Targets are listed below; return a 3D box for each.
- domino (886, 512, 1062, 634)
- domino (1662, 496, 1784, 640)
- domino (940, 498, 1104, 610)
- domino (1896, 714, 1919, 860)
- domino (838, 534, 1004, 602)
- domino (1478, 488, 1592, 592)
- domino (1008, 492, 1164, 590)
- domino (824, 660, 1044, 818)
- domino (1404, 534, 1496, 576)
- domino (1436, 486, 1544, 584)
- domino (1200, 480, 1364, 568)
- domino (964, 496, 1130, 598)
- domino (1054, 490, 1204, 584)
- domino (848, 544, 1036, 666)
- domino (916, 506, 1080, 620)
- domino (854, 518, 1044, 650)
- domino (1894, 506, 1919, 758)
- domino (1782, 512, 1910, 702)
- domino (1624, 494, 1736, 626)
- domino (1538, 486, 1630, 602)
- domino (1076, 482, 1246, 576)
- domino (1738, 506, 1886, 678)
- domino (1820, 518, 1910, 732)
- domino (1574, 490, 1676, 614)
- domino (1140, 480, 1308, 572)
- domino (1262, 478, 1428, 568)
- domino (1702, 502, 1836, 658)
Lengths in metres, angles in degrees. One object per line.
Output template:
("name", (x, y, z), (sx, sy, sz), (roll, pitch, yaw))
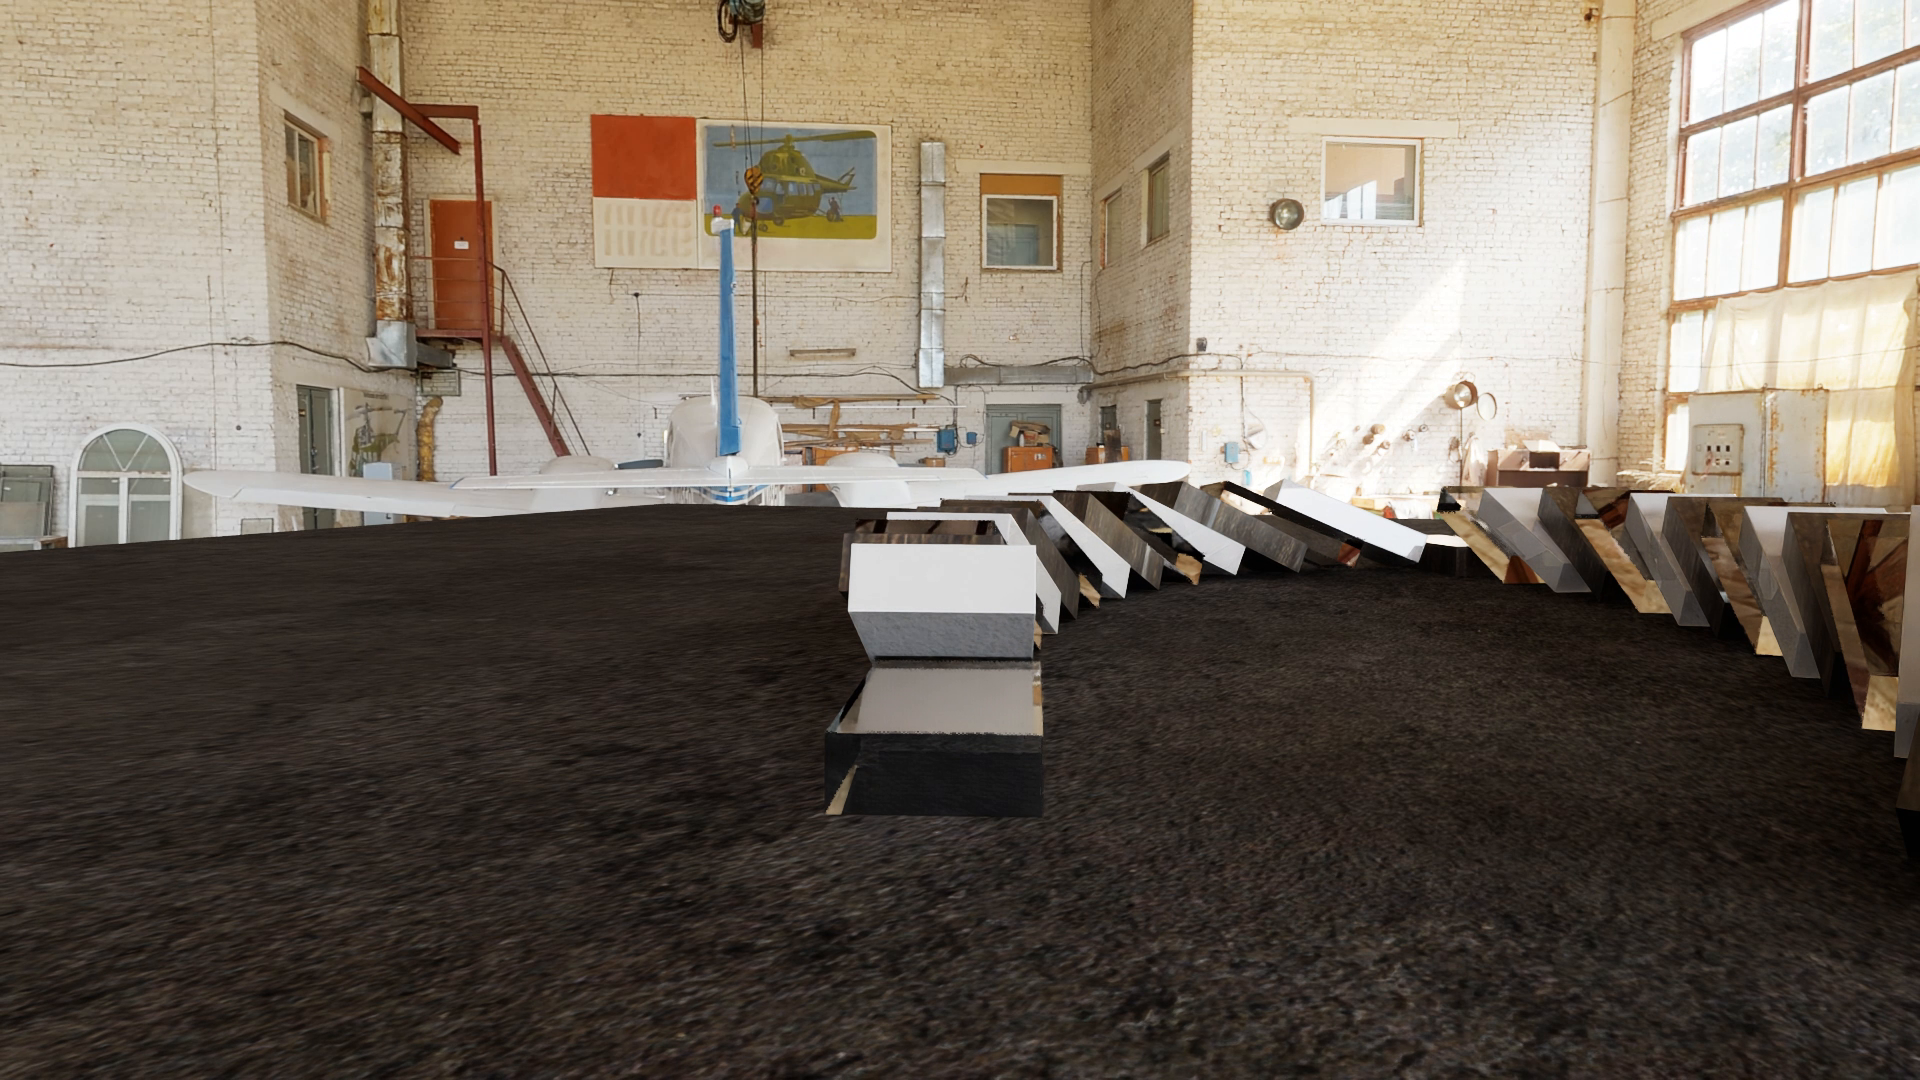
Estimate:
("domino", (0.004, 0.008, 0.270), (0.025, 0.010, 0.050), (1, -20, 17))
("domino", (0.182, 0.006, 0.295), (0.025, 0.009, 0.050), (1, 29, 14))
("domino", (0.016, 0.004, 0.316), (0.025, 0.010, 0.050), (2, -20, 25))
("domino", (0.116, 0.011, 0.131), (0.025, 0.050, 0.009), (5, -38, 47))
("domino", (-0.002, 0.012, 0.222), (0.025, 0.009, 0.050), (1, -19, 10))
("domino", (0.181, -0.001, 0.389), (0.025, 0.009, 0.050), (0, 28, -6))
("domino", (0.035, 0.001, 0.358), (0.025, 0.010, 0.050), (2, -20, 34))
("domino", (-0.002, 0.025, 0.171), (0.025, 0.009, 0.050), (0, 4, 3))
("domino", (0.167, 0.005, 0.440), (0.025, 0.010, 0.050), (-1, 4, -11))
("domino", (0.177, -0.003, 0.413), (0.025, 0.010, 0.050), (0, 27, -5))
("domino", (0.104, -0.005, 0.423), (0.050, 0.010, 0.025), (23, -5, -8))
("domino", (0.023, 0.002, 0.339), (0.025, 0.010, 0.050), (2, -20, 32))
("domino", (0.049, 0.000, 0.378), (0.025, 0.010, 0.050), (3, -19, 37))
("domino", (-0.001, 0.013, 0.196), (0.025, 0.010, 0.050), (0, -19, 3))
("domino", (0.009, 0.006, 0.293), (0.025, 0.010, 0.050), (1, -20, 19))
("domino", (-0.001, 0.009, 0.246), (0.025, 0.009, 0.050), (1, -20, 15))
("domino", (0.149, 0.013, 0.182), (0.025, 0.010, 0.050), (3, 35, 37))
("domino", (0.164, 0.011, 0.226), (0.025, 0.009, 0.050), (2, 29, 23))
("domino", (0.185, 0.004, 0.317), (0.025, 0.009, 0.050), (1, 29, 12))
("domino", (0.186, 0.000, 0.365), (0.025, 0.010, 0.050), (0, 29, 4))
("domino", (0.061, -0.003, 0.402), (0.050, 0.009, 0.025), (25, -10, -21))
("domino", (0.171, 0.009, 0.249), (0.025, 0.009, 0.050), (2, 29, 19))
("domino", (0.155, 0.013, 0.204), (0.025, 0.010, 0.050), (2, 29, 26))
("domino", (0.186, 0.002, 0.342), (0.025, 0.010, 0.050), (0, 29, 6))
("domino", (0.083, -0.004, 0.410), (0.050, 0.010, 0.025), (25, -9, -20))
("domino", (0.127, -0.005, 0.428), (0.050, 0.010, 0.025), (22, -5, 1))
("domino", (0.177, 0.008, 0.272), (0.025, 0.009, 0.050), (1, 29, 17))
